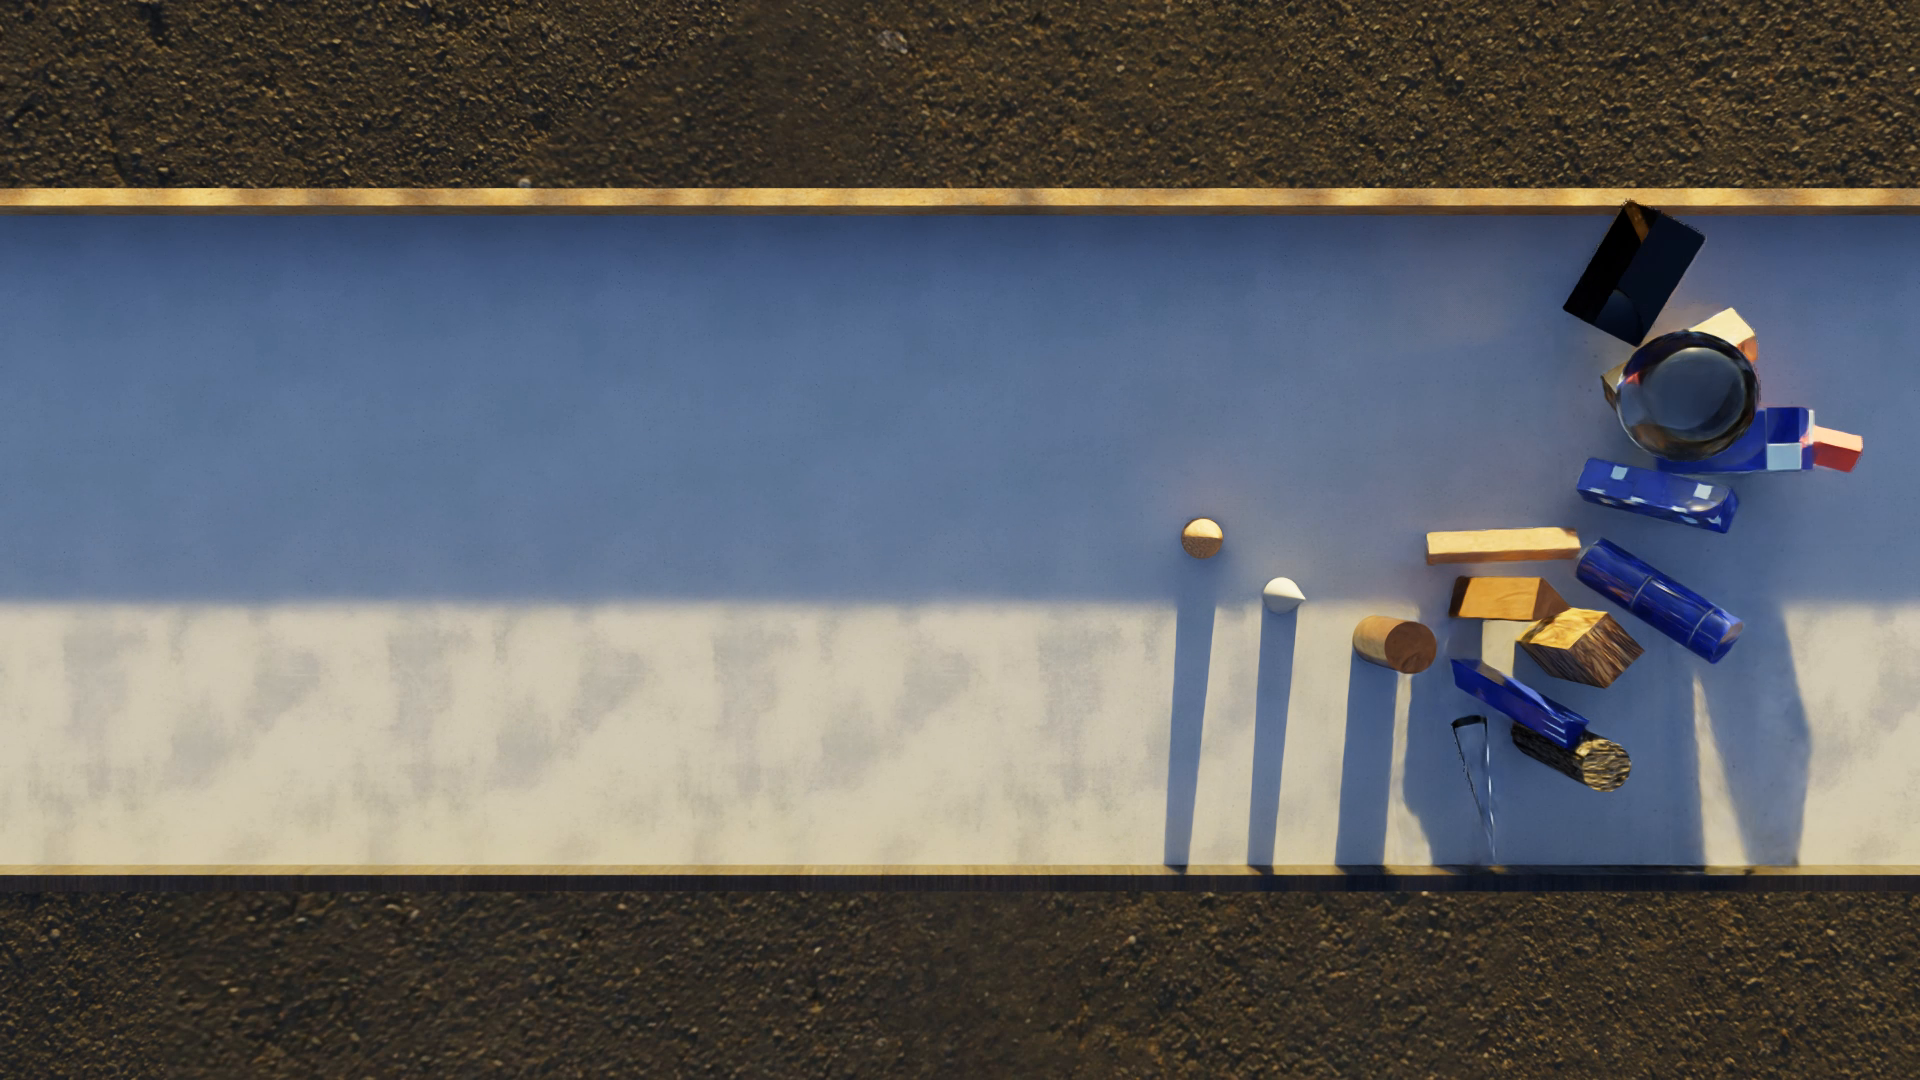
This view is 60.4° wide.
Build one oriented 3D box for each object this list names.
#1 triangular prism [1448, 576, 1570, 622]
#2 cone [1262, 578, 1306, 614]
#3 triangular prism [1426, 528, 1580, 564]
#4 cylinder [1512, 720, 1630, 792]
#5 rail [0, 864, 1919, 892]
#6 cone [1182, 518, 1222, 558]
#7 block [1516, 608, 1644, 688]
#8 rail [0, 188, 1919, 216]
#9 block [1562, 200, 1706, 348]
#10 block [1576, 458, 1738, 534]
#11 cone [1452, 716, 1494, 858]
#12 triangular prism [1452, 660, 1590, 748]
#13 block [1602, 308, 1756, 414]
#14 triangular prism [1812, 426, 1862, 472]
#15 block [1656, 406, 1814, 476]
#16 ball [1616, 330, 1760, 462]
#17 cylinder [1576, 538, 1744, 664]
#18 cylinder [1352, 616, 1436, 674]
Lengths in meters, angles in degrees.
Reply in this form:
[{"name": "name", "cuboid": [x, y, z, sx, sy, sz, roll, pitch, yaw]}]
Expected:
[{"name": "triangular prism", "cuboid": [1.592, 0.161, 4.841, 0.126, 0.450, 0.109, -16, 93, -13]}, {"name": "cone", "cuboid": [0.989, 0.170, 4.897, 0.113, 0.358, 0.113, 0, 90, 0]}, {"name": "triangular prism", "cuboid": [1.639, 0.026, 4.983, 0.432, 0.085, 0.098, -2, 101, 11]}, {"name": "cylinder", "cuboid": [1.786, 0.612, 4.842, 0.142, 0.453, 0.142, -1, 96, -6]}, {"name": "rail", "cuboid": [-2.247, 1.025, 5.001, 12.000, 0.150, 0.050, 0, 90, 0]}, {"name": "cone", "cuboid": [0.745, -0.006, 4.921, 0.128, 0.311, 0.128, 0, 90, 0]}, {"name": "block", "cuboid": [1.817, 0.310, 4.856, 0.153, 0.441, 0.153, -44, 90, 0]}, {"name": "rail", "cuboid": [-2.247, -1.025, 5.002, 12.000, 0.150, 0.050, 0, 90, 0]}, {"name": "block", "cuboid": [2.005, -0.793, 4.915, 0.178, 0.178, 0.363, 21, 108, -18]}, {"name": "block", "cuboid": [2.063, -0.134, 4.888, 0.424, 0.105, 0.105, 19, 80, 42]}, {"name": "cone", "cuboid": [1.560, 0.751, 4.932, 0.104, 0.104, 0.439, -2, 63, 0]}, {"name": "triangular prism", "cuboid": [1.653, 0.461, 4.874, 0.088, 0.455, 0.102, -28, 120, -16]}, {"name": "block", "cuboid": [2.144, -0.516, 4.920, 0.414, 0.123, 0.123, -28, 51, 9]}, {"name": "triangular prism", "cuboid": [2.507, -0.310, 4.971, 0.370, 0.095, 0.110, 16, 90, 18]}, {"name": "block", "cuboid": [2.293, -0.289, 4.886, 0.391, 0.177, 0.177, -1, 90, 38]}, {"name": "ball", "cuboid": [2.054, -0.406, 4.664, 0.372, 0.372, 0.372, 0, 90, 0]}, {"name": "cylinder", "cuboid": [2.064, 0.176, 4.882, 0.149, 0.149, 0.459, -51, 54, 0]}, {"name": "cylinder", "cuboid": [1.283, 0.307, 4.886, 0.150, 0.380, 0.150, 0, 90, 0]}]
